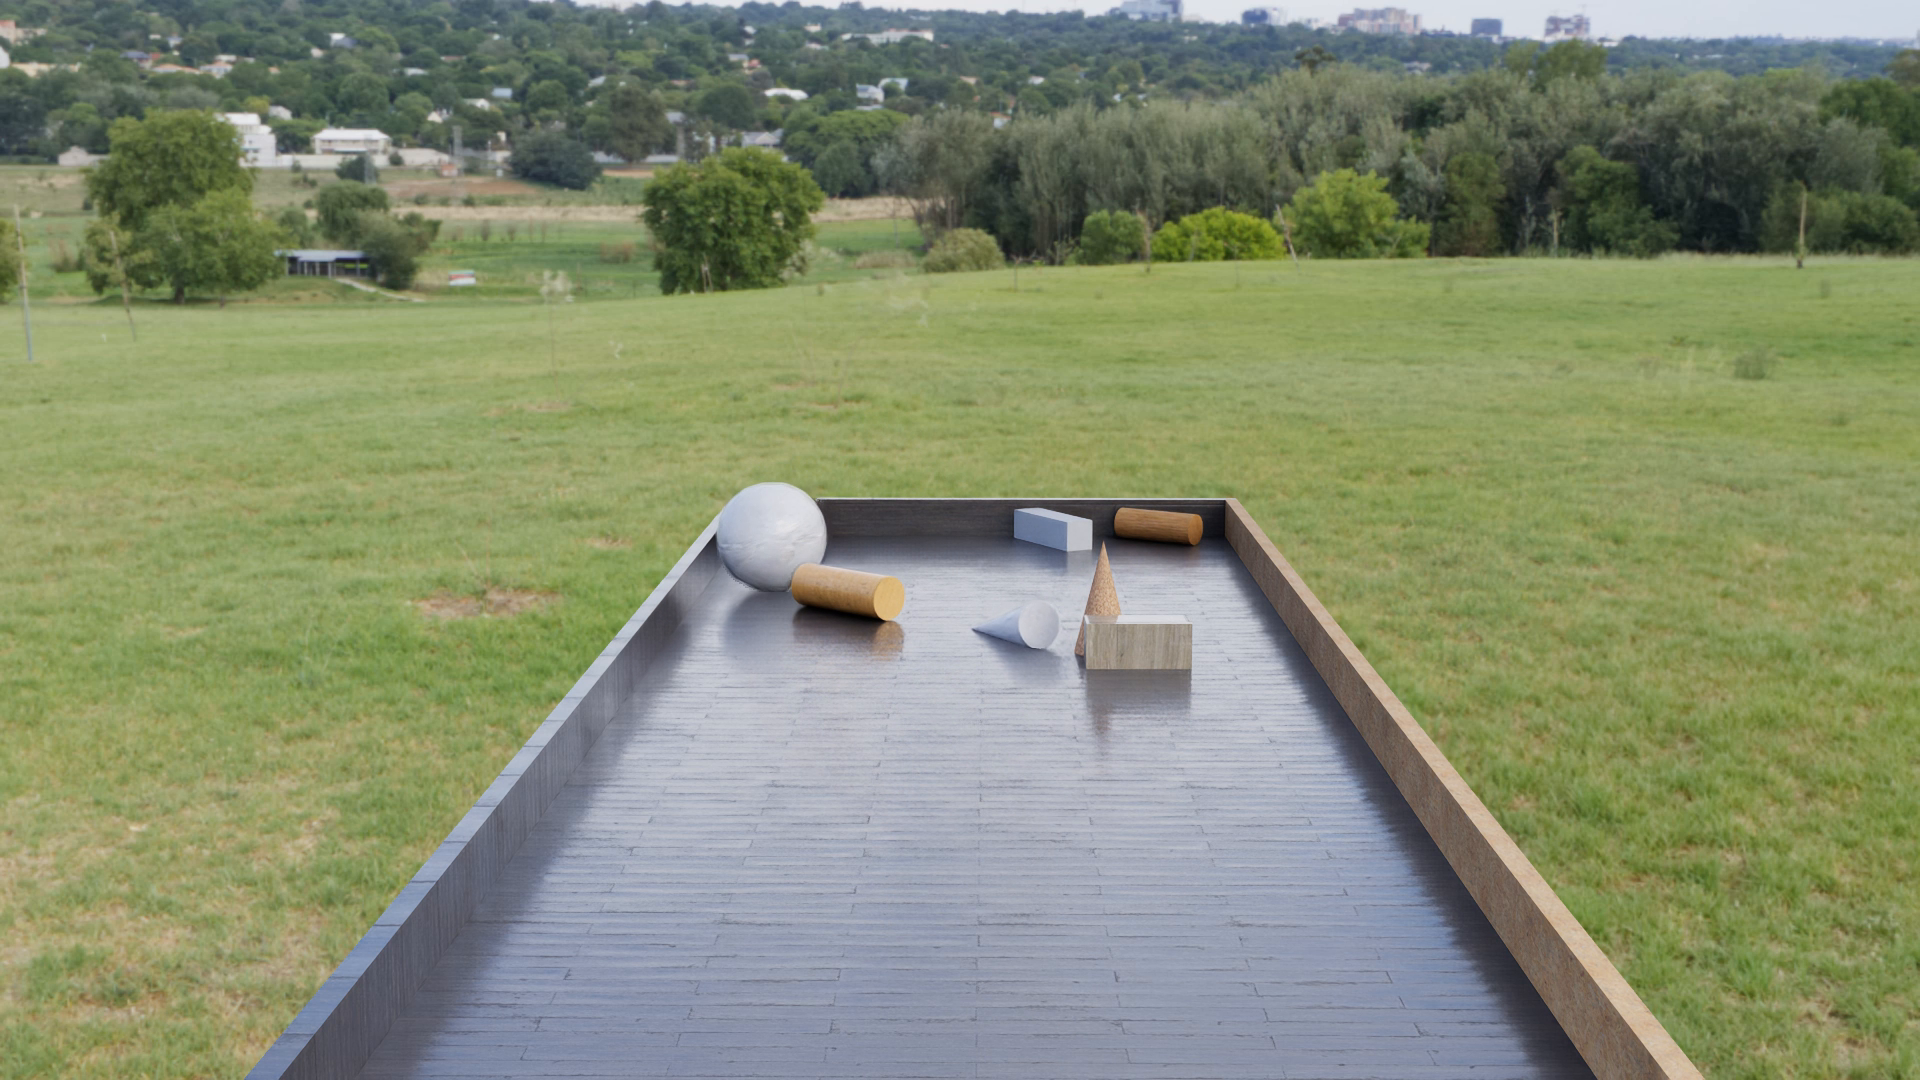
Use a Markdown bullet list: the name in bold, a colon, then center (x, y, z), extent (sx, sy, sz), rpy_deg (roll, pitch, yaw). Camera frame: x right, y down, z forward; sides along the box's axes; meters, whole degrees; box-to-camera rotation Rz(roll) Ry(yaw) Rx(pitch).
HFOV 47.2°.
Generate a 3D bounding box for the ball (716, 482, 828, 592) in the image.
- **ball**: center (-0.669, -0.012, 7.834), extent (0.393, 0.393, 0.393), rpy_deg (0, 9, 0)

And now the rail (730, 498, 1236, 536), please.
- **rail**: center (0.099, -0.098, 9.147), extent (2.100, 0.150, 0.050), rpy_deg (0, 9, 1)

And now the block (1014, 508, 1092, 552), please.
- **block**: center (0.375, -0.045, 8.918), extent (0.117, 0.117, 0.409), rpy_deg (-5, 10, -29)

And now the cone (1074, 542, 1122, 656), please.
- **cone**: center (0.442, 0.174, 6.798), extent (0.175, 0.348, 0.175), rpy_deg (0, 9, 0)

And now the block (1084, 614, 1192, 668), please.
- **block**: center (0.535, 0.307, 6.634), extent (0.315, 0.137, 0.137), rpy_deg (0, 9, 0)

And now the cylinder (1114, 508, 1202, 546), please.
- **cylinder**: center (0.809, -0.057, 8.970), extent (0.344, 0.125, 0.125), rpy_deg (6, 11, 34)

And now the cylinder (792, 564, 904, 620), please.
- **cylinder**: center (-0.381, 0.173, 7.441), extent (0.400, 0.147, 0.147), rpy_deg (8, 12, 42)

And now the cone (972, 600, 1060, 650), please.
- **cone**: center (0.141, 0.276, 7.022), extent (0.155, 0.155, 0.389), rpy_deg (-6, -1, -33)

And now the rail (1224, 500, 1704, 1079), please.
- **rail**: center (1.046, 0.843, 3.208), extent (0.050, 0.150, 12.000), rpy_deg (0, 9, 1)

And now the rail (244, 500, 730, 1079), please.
- **rail**: center (-1.004, 0.839, 3.234), extent (0.050, 0.150, 12.000), rpy_deg (0, 9, 1)
